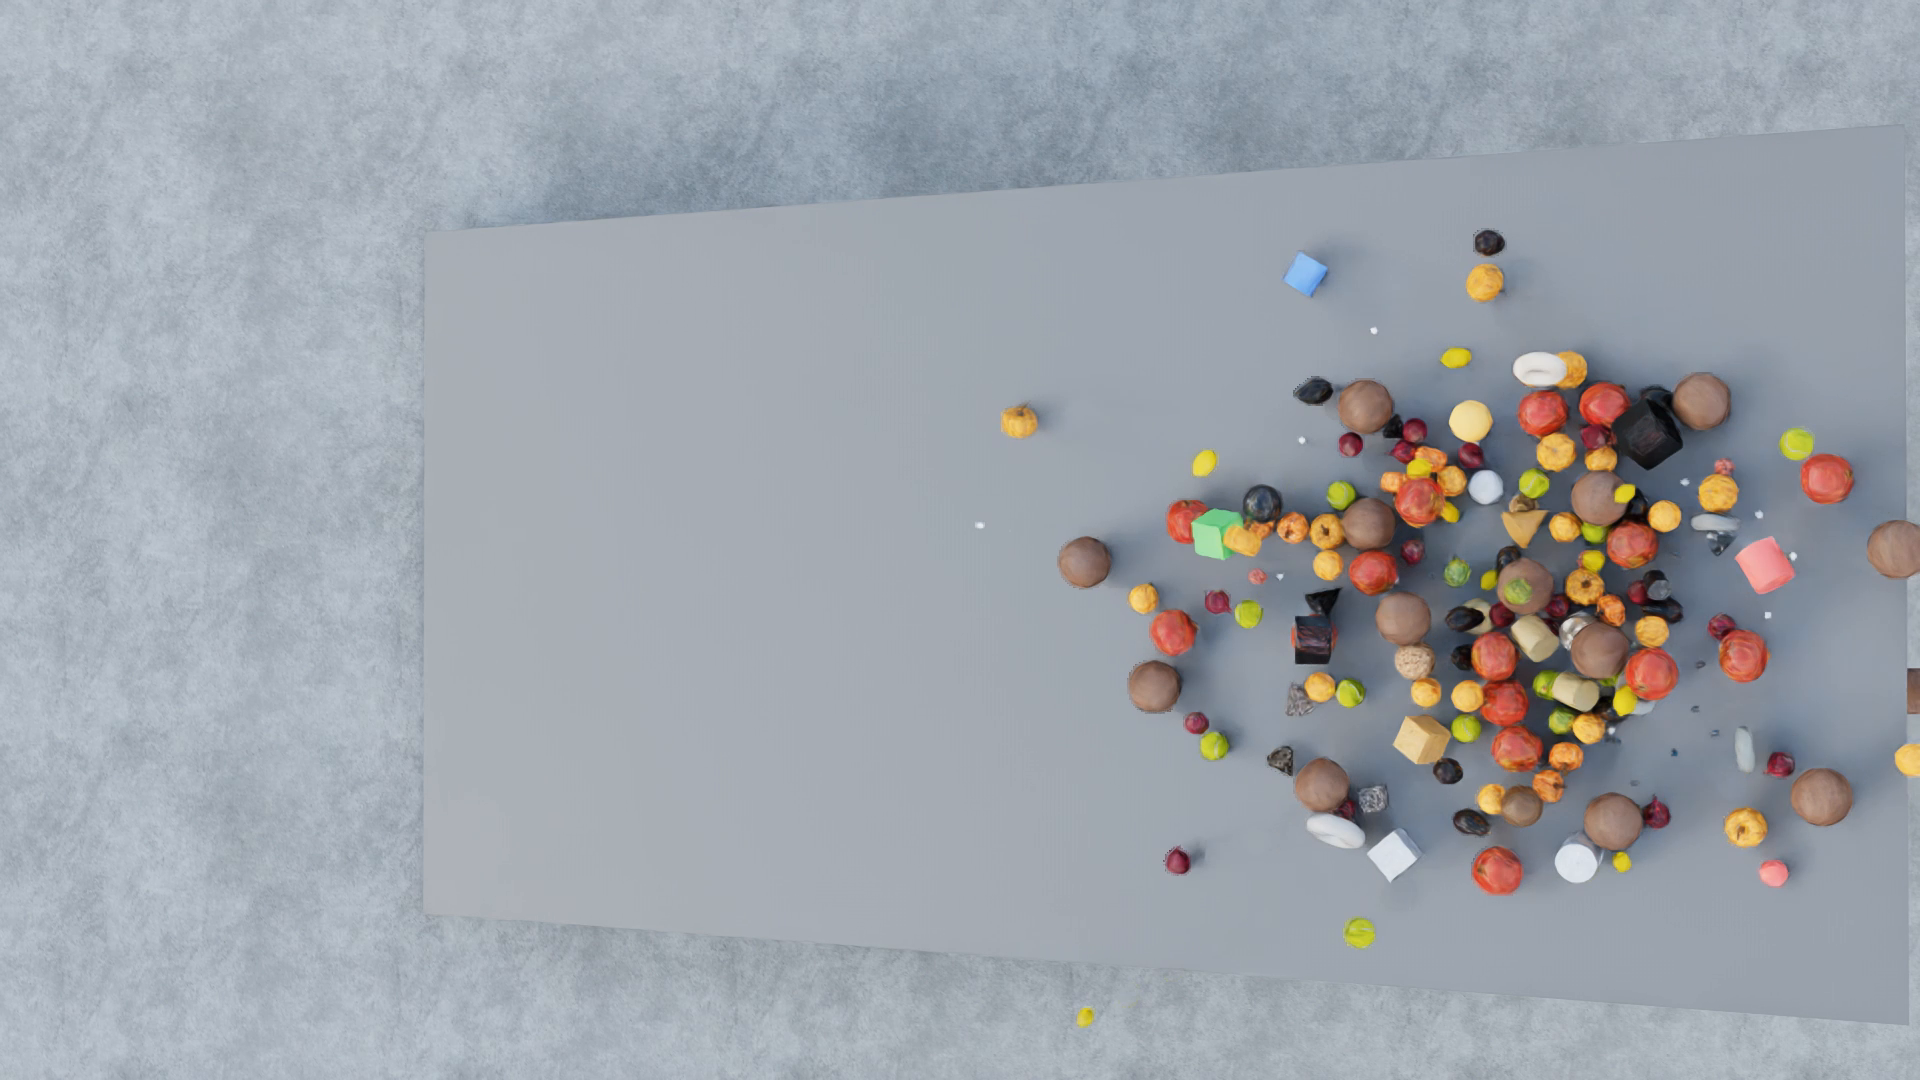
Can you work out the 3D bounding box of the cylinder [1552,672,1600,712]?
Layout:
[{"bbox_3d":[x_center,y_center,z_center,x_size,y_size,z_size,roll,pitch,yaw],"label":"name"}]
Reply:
[{"bbox_3d":[1.413,0.347,5.048,0.074,0.074,0.074,-8,107,-26],"label":"cylinder"}]

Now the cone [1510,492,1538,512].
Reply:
[{"bbox_3d":[1.322,-0.077,5.176,0.070,0.070,0.070,0,89,23],"label":"cone"}]

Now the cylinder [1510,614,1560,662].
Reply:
[{"bbox_3d":[1.330,0.226,5.093,0.080,0.080,0.080,-33,47,0],"label":"cylinder"}]

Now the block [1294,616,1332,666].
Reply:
[{"bbox_3d":[0.838,0.239,5.224,0.082,0.082,0.082,2,55,6],"label":"block"}]

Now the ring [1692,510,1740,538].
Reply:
[{"bbox_3d":[1.715,-0.038,4.987,0.109,0.109,0.036,15,110,0],"label":"ring"}]

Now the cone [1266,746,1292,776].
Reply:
[{"bbox_3d":[0.799,0.556,5.396,0.070,0.070,0.070,-33,111,0],"label":"cone"}]

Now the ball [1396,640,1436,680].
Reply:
[{"bbox_3d":[1.084,0.286,5.235,0.094,0.094,0.094,0,89,0],"label":"ball"}]

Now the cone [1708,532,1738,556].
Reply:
[{"bbox_3d":[1.747,0.000,5.014,0.060,0.060,0.060,-17,89,-3],"label":"cone"}]

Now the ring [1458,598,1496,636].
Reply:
[{"bbox_3d":[1.231,0.184,5.234,0.090,0.030,0.090,-1,88,25],"label":"ring"}]

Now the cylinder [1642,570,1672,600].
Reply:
[{"bbox_3d":[1.588,0.103,5.010,0.053,0.053,0.053,1,116,2],"label":"cylinder"}]

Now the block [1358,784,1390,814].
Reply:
[{"bbox_3d":[1.000,0.625,5.313,0.058,0.058,0.058,-12,85,23],"label":"block"}]

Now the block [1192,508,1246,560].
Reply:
[{"bbox_3d":[0.634,-0.015,5.385,0.087,0.087,0.087,-30,119,-37],"label":"block"}]

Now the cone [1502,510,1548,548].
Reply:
[{"bbox_3d":[1.341,-0.046,5.155,0.098,0.098,0.098,-30,89,-4],"label":"cone"}]

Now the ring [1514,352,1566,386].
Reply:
[{"bbox_3d":[1.317,-0.388,4.994,0.118,0.118,0.039,11,68,0],"label":"ring"}]

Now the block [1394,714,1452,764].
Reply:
[{"bbox_3d":[1.101,0.474,5.233,0.082,0.082,0.082,0,119,-36],"label":"block"}]

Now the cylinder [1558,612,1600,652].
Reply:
[{"bbox_3d":[1.434,0.212,5.096,0.080,0.080,0.080,5,102,24],"label":"cylinder"}]

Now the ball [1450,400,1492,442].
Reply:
[{"bbox_3d":[1.206,-0.281,5.191,0.098,0.098,0.098,0,89,0],"label":"ball"}]

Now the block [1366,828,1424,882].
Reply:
[{"bbox_3d":[1.045,0.754,5.277,0.086,0.086,0.086,-44,74,17],"label":"block"}]

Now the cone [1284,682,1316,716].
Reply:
[{"bbox_3d":[0.825,0.380,5.404,0.079,0.079,0.079,-13,55,0],"label":"cone"}]

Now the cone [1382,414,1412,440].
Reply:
[{"bbox_3d":[1.066,-0.258,5.310,0.066,0.066,0.066,32,89,-7],"label":"cone"}]

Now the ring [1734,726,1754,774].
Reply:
[{"bbox_3d":[1.759,0.470,4.930,0.035,0.106,0.106,-5,89,17],"label":"ring"}]

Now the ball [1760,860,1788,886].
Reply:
[{"bbox_3d":[1.833,0.750,4.951,0.060,0.060,0.060,0,89,0],"label":"ball"}]

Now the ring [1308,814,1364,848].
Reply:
[{"bbox_3d":[0.903,0.699,5.280,0.144,0.144,0.048,22,73,0],"label":"ring"}]

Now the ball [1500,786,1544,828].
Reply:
[{"bbox_3d":[1.296,0.615,5.076,0.097,0.097,0.097,0,89,0],"label":"ball"}]

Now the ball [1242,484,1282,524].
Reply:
[{"bbox_3d":[0.737,-0.087,5.354,0.096,0.096,0.096,0,89,0],"label":"ball"}]

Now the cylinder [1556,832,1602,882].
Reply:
[{"bbox_3d":[1.432,0.734,5.085,0.093,0.093,0.093,4,101,24],"label":"cylinder"}]

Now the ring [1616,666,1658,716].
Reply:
[{"bbox_3d":[1.552,0.346,5.044,0.116,0.039,0.116,9,72,-29],"label":"ring"}]

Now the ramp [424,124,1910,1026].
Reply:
[{"bbox_3d":[0.283,0.084,5.714,4.000,0.100,2.000,0,89,23],"label":"ramp"}]

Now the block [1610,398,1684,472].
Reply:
[{"bbox_3d":[1.567,-0.241,5.015,0.099,0.099,0.099,28,127,-31],"label":"block"}]

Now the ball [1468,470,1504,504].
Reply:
[{"bbox_3d":[1.244,-0.125,5.203,0.082,0.082,0.082,0,89,0],"label":"ball"}]
